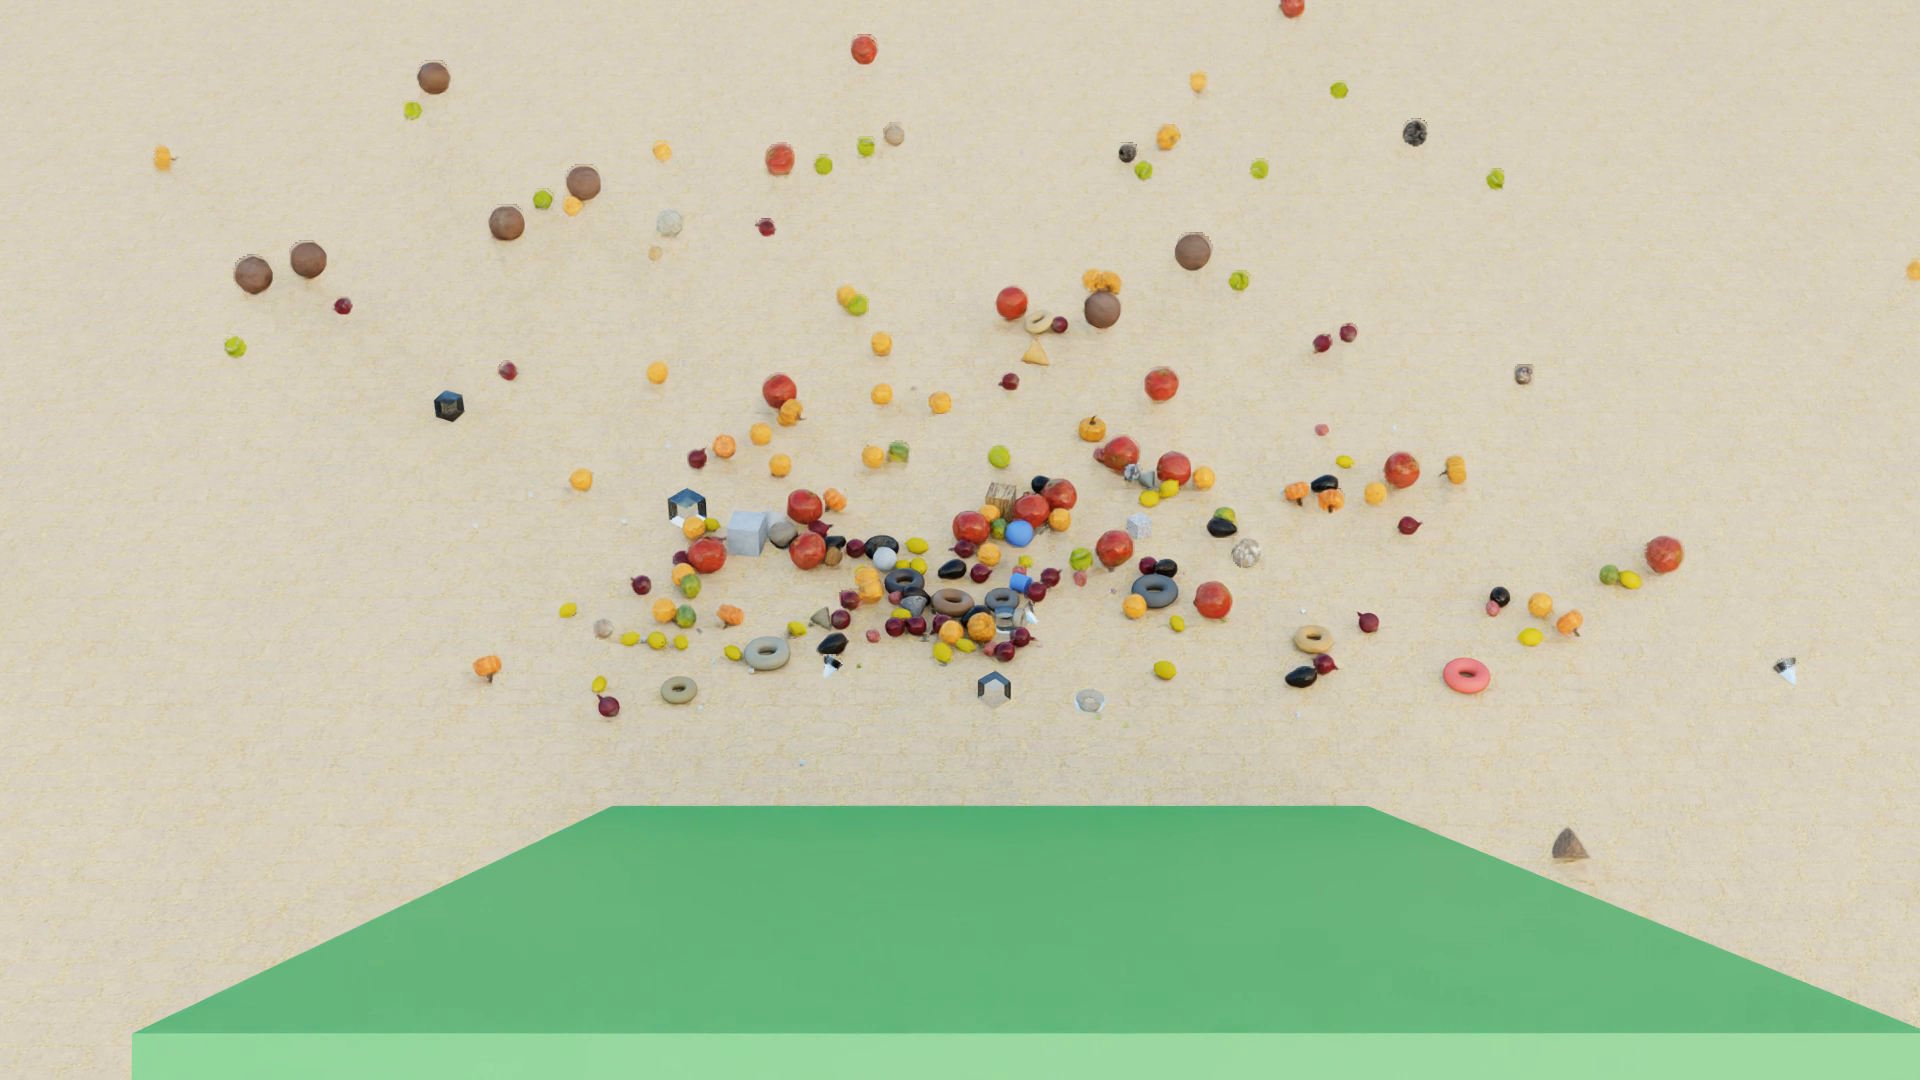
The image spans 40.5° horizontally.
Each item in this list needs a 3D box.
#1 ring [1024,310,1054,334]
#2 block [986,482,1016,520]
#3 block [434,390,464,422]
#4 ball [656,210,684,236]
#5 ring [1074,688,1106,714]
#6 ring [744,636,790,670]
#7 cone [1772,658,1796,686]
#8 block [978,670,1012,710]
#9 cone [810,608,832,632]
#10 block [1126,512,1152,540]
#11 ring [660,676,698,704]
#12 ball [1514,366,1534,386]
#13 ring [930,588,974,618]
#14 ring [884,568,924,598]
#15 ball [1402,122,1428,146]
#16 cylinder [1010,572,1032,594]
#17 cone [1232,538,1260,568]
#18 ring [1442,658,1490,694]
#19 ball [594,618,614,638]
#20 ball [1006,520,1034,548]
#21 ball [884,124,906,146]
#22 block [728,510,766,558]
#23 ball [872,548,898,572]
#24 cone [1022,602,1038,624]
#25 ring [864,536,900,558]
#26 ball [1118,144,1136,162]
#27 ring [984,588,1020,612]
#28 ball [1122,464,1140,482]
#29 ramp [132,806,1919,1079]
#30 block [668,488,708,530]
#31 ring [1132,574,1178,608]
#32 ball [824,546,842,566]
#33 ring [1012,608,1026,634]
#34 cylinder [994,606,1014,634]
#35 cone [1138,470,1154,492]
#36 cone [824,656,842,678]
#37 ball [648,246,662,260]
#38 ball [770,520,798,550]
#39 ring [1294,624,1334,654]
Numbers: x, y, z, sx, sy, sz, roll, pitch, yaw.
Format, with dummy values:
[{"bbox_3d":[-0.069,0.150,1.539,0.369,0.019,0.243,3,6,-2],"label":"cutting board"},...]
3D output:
[{"bbox_3d":[0.272,-0.753,8.962,0.108,0.036,0.108,-18,38,14],"label":"ring"},{"bbox_3d":[0.127,-0.120,8.079,0.080,0.080,0.080,8,37,11],"label":"block"},{"bbox_3d":[-1.676,-0.439,8.528,0.067,0.067,0.067,16,39,21],"label":"block"},{"bbox_3d":[-1.060,-1.156,9.481,0.100,0.100,0.100,0,36,0],"label":"ball"},{"bbox_3d":[0.366,0.454,7.336,0.090,0.030,0.090,0,38,0],"label":"ring"},{"bbox_3d":[-0.556,0.327,7.498,0.136,0.045,0.136,-1,36,1],"label":"ring"},{"bbox_3d":[2.371,0.385,7.428,0.072,0.072,0.072,-13,65,-17],"label":"cone"},{"bbox_3d":[0.097,0.424,7.346,0.067,0.067,0.067,-27,44,-31],"label":"block"},{"bbox_3d":[-0.395,0.243,7.626,0.065,0.065,0.065,-26,70,-31],"label":"cone"},{"bbox_3d":[0.551,-0.043,7.996,0.055,0.055,0.055,-23,42,-28],"label":"block"},{"bbox_3d":[-0.797,0.426,7.371,0.105,0.035,0.105,0,37,0],"label":"ring"},{"bbox_3d":[1.882,-0.550,8.681,0.066,0.066,0.066,0,36,0],"label":"ball"},{"bbox_3d":[-0.022,0.186,7.683,0.131,0.044,0.131,6,27,-3],"label":"ring"},{"bbox_3d":[-0.166,0.128,7.773,0.122,0.041,0.122,-1,37,0],"label":"ring"},{"bbox_3d":[1.761,-1.572,10.056,0.095,0.095,0.095,0,36,0],"label":"ball"},{"bbox_3d":[0.182,0.129,7.763,0.052,0.052,0.052,19,40,25],"label":"cylinder"},{"bbox_3d":[0.851,0.032,7.904,0.091,0.091,0.091,-16,12,-21],"label":"cone"},{"bbox_3d":[1.446,0.386,7.417,0.135,0.045,0.135,0,37,0],"label":"ring"},{"bbox_3d":[-1.038,0.258,7.582,0.056,0.056,0.056,0,36,0],"label":"ball"},{"bbox_3d":[0.183,-0.021,7.939,0.085,0.085,0.085,0,36,0],"label":"ball"},{"bbox_3d":[-0.252,-1.566,10.059,0.081,0.081,0.081,0,36,0],"label":"ball"},{"bbox_3d":[-0.649,-0.020,7.928,0.096,0.096,0.096,6,37,8],"label":"block"},{"bbox_3d":[-0.226,0.058,7.841,0.074,0.074,0.074,0,36,0],"label":"ball"},{"bbox_3d":[0.207,0.227,7.647,0.067,0.067,0.067,45,51,11],"label":"cone"},{"bbox_3d":[-0.239,0.024,7.920,0.109,0.036,0.109,-1,36,1],"label":"ring"},{"bbox_3d":[0.640,-1.479,9.950,0.070,0.070,0.070,0,36,0],"label":"ball"},{"bbox_3d":[0.125,0.179,7.709,0.104,0.035,0.104,-1,37,1],"label":"ring"},{"bbox_3d":[0.543,-0.211,8.226,0.054,0.054,0.054,0,36,0],"label":"ball"},{"bbox_3d":[0.080,0.676,4.886,2.000,0.100,4.000,0,-2,0],"label":"ramp"},{"bbox_3d":[-0.843,-0.095,8.043,0.083,0.083,0.083,27,44,32],"label":"block"},{"bbox_3d":[0.580,0.152,7.736,0.141,0.047,0.141,-1,36,1],"label":"ring"},{"bbox_3d":[-0.385,0.050,7.865,0.059,0.059,0.059,0,36,0],"label":"ball"},{"bbox_3d":[0.174,0.237,7.599,0.025,0.076,0.076,4,35,21],"label":"ring"},{"bbox_3d":[0.131,0.233,7.614,0.059,0.059,0.059,0,36,0],"label":"cylinder"},{"bbox_3d":[0.598,-0.177,8.203,0.059,0.059,0.059,-15,65,-19],"label":"cone"},{"bbox_3d":[-0.377,0.373,7.450,0.058,0.058,0.058,18,66,23],"label":"cone"},{"bbox_3d":[-1.096,-1.032,9.351,0.054,0.054,0.054,0,36,0],"label":"ball"},{"bbox_3d":[-0.538,-0.015,7.929,0.088,0.088,0.088,0,36,0],"label":"ball"},{"bbox_3d":[1.028,0.288,7.557,0.114,0.038,0.114,-1,35,1],"label":"ring"}]
